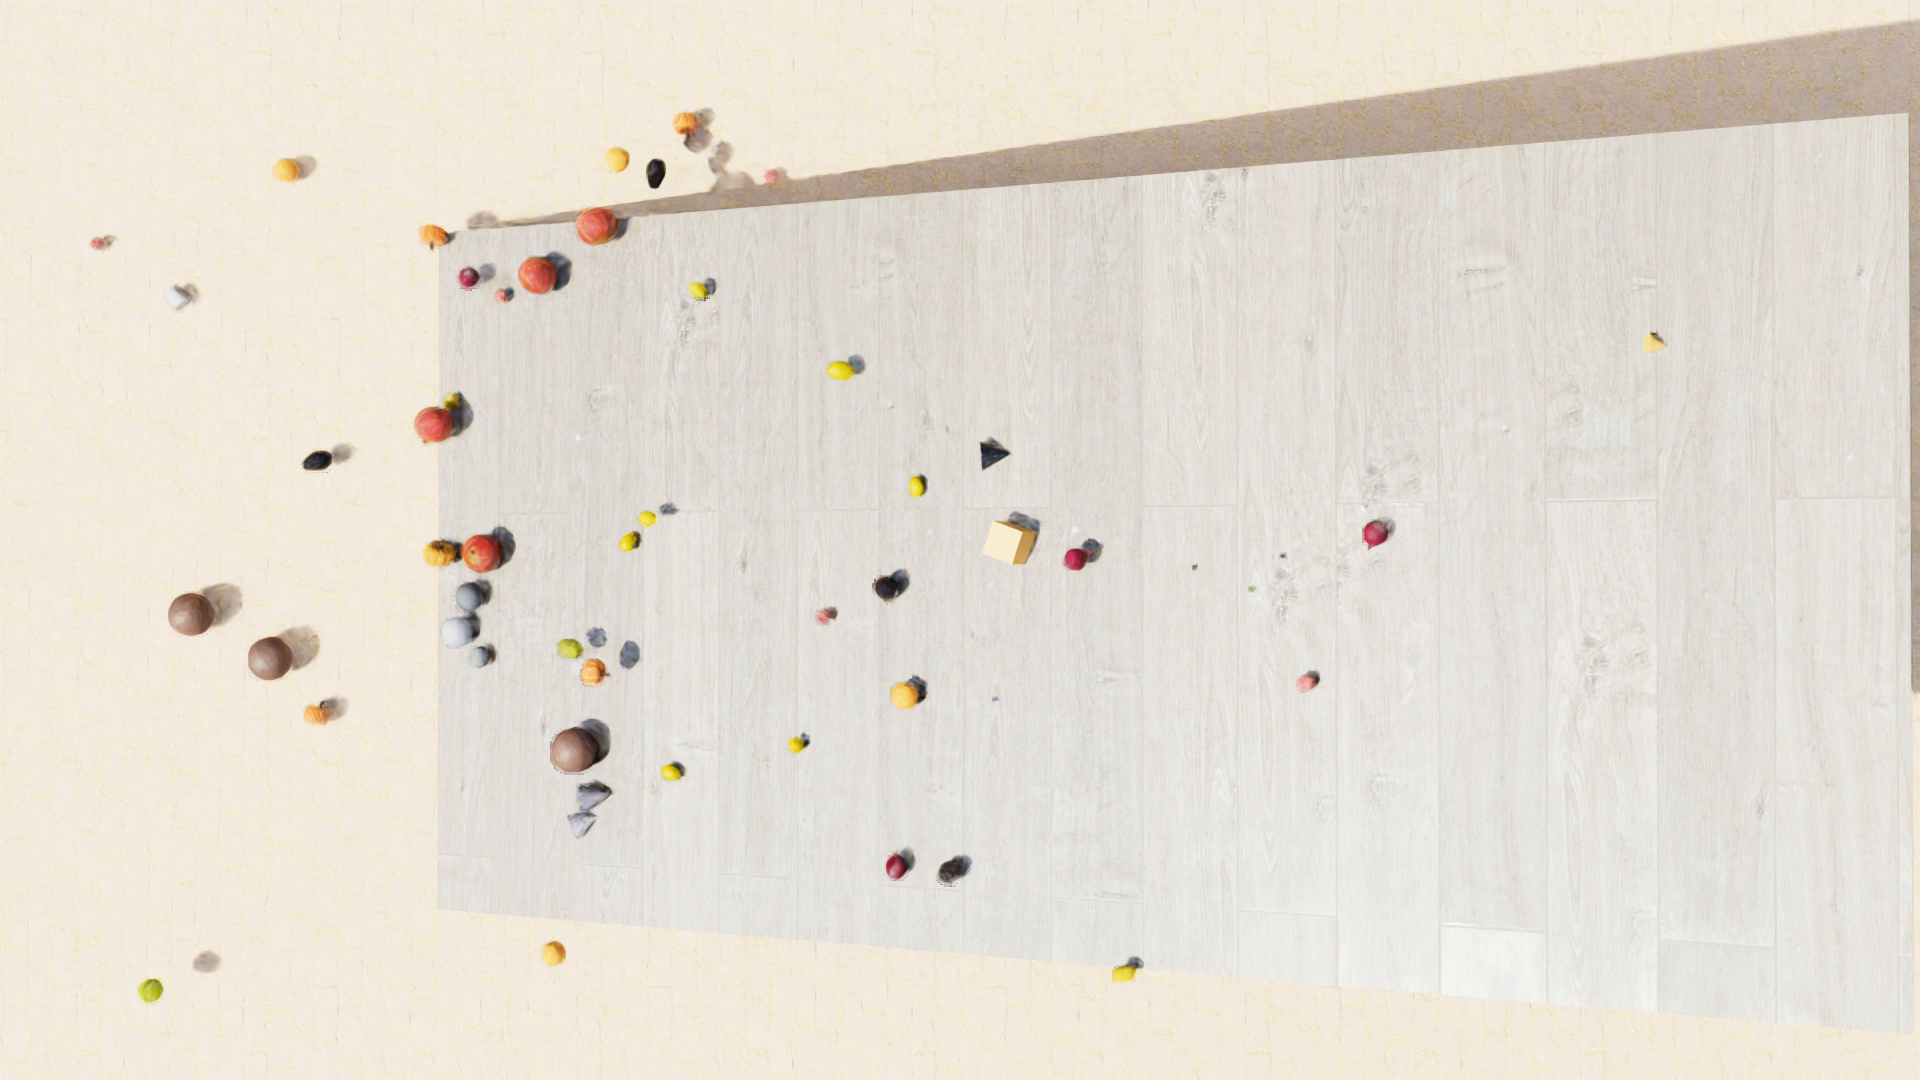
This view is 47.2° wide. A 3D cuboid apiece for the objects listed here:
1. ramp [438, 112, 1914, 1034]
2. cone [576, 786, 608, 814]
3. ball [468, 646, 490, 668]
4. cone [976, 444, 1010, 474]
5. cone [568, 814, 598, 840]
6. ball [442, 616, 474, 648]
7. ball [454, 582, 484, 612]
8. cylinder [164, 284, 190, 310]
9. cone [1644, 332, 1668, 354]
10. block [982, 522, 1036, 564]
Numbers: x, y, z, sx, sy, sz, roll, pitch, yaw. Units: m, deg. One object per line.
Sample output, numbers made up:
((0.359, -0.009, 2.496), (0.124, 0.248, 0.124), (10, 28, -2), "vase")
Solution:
((0.281, 0.081, 5.682), (4.000, 0.100, 2.000), (0, 89, 26), "ramp")
((-1.026, 0.724, 6.217), (0.083, 0.083, 0.083), (-22, 89, 23), "cone")
((-1.397, 0.341, 6.395), (0.062, 0.062, 0.062), (0, 89, 0), "ball")
((0.094, -0.220, 5.700), (0.081, 0.081, 0.081), (-13, 89, 11), "cone")
((-1.063, 0.800, 6.244), (0.078, 0.078, 0.078), (-23, 89, -3), "cone")
((-1.466, 0.267, 6.413), (0.090, 0.090, 0.090), (0, 89, 0), "ball")
((-1.428, 0.166, 6.399), (0.083, 0.083, 0.083), (0, 89, 0), "ball")
((-2.341, -0.724, 6.573), (0.055, 0.055, 0.055), (44, 90, 1), "cylinder")
((1.585, -0.442, 4.994), (0.050, 0.050, 0.050), (14, 89, 10), "cone")
((0.127, 0.007, 5.653), (0.087, 0.087, 0.087), (21, 99, 24), "block")
